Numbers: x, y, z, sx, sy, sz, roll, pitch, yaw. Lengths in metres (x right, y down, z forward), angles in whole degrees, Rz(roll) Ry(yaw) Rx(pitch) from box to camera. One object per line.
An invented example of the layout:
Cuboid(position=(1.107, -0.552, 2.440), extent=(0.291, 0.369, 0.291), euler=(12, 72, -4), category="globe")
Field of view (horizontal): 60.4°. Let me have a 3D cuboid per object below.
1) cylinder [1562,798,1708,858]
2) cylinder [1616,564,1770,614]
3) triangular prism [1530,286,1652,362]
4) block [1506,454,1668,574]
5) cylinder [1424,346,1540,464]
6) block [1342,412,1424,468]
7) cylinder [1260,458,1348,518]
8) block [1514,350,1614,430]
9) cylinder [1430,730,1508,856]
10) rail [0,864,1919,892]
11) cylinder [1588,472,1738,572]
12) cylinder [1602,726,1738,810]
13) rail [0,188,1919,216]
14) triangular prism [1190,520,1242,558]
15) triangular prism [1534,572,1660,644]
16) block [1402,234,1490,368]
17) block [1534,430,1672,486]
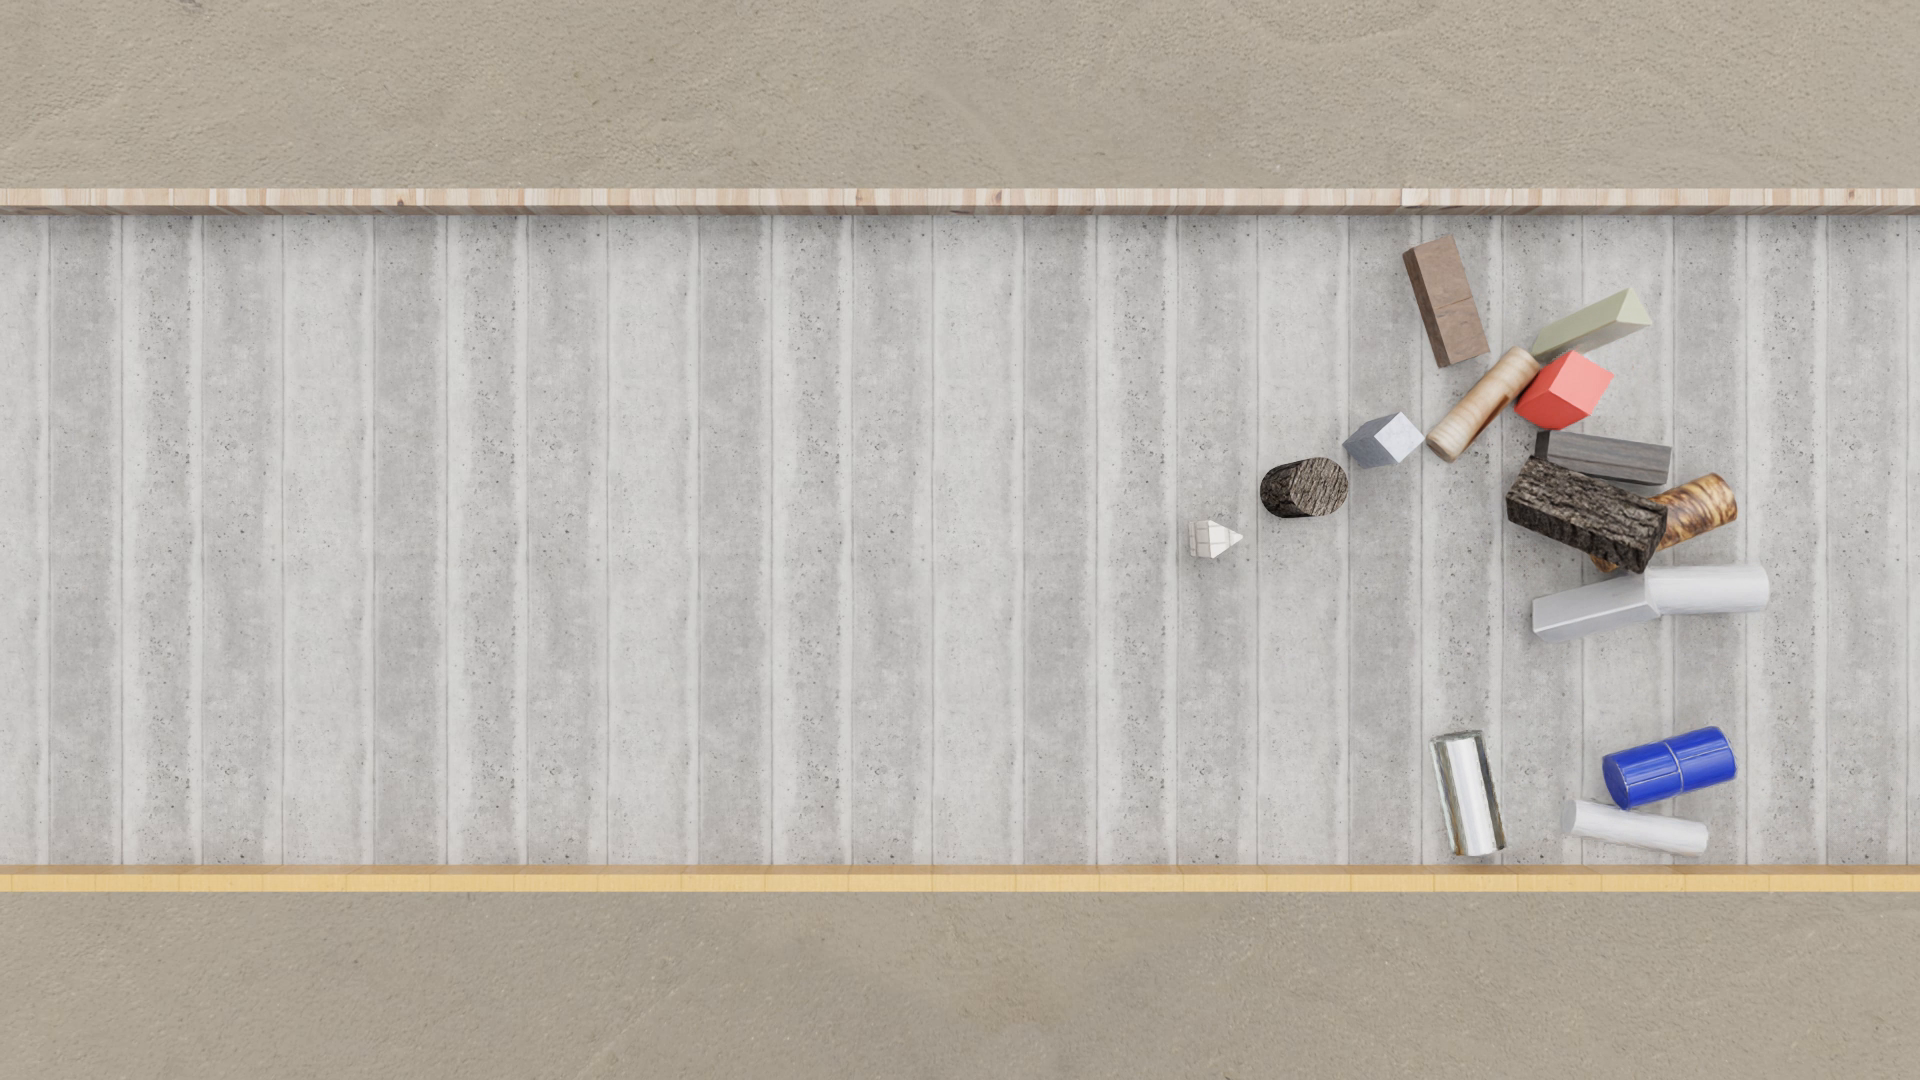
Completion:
Cuboid(position=(2.053, 0.877, 5.023), extent=(0.402, 0.108, 0.108), euler=(10, 90, 0), category="cylinder")
Cuboid(position=(2.216, 0.149, 5.003), extent=(0.408, 0.145, 0.145), euler=(-2, 90, 0), category="cylinder")
Cuboid(position=(1.856, -0.636, 4.884), extent=(0.123, 0.390, 0.107), euler=(2, 79, -19), category="triangular prism")
Cuboid(position=(1.854, -0.077, 4.889), extent=(0.416, 0.159, 0.159), euler=(27, 76, 30), category="block")
Cuboid(position=(1.589, -0.411, 5.020), extent=(0.114, 0.114, 0.386), euler=(44, 90, 0), category="cylinder")
Cuboid(position=(1.247, -0.291, 4.876), extent=(0.103, 0.401, 0.103), euler=(-43, 90, 0), category="block")
Cuboid(position=(1.006, -0.150, 4.850), extent=(0.166, 0.454, 0.166), euler=(0, 90, 0), category="cylinder")
Cuboid(position=(1.790, -0.437, 4.901), extent=(0.138, 0.333, 0.138), euler=(32, 86, 4), category="block")
Cuboid(position=(1.539, 0.764, 4.995), extent=(0.163, 0.163, 0.347), euler=(-12, 90, 0), category="cylinder")
Cuboid(position=(-2.247, 1.025, 5.001), extent=(12.000, 0.150, 0.050), euler=(0, 90, 0), category="rail")
Cuboid(position=(2.117, -0.052, 4.997), extent=(0.414, 0.160, 0.160), euler=(-22, 90, 0), category="cylinder")
Cuboid(position=(2.145, 0.688, 4.991), extent=(0.337, 0.168, 0.168), euler=(-16, 90, 0), category="cylinder")
Cuboid(position=(-2.247, -1.025, 5.002), extent=(12.000, 0.150, 0.050), euler=(0, 90, 0), category="rail")
Cuboid(position=(0.731, -0.017, 4.872), extent=(0.105, 0.409, 0.091), euler=(-34, 90, 0), category="triangular prism")
Cuboid(position=(1.892, 0.217, 4.934), extent=(0.333, 0.125, 0.144), euler=(-19, 90, 31), category="triangular prism")
Cuboid(position=(1.476, -0.722, 5.014), extent=(0.126, 0.126, 0.370), euler=(-18, 90, 0), category="block")
Cuboid(position=(1.952, -0.249, 5.019), extent=(0.369, 0.115, 0.115), euler=(8, 90, 0), category="block")
